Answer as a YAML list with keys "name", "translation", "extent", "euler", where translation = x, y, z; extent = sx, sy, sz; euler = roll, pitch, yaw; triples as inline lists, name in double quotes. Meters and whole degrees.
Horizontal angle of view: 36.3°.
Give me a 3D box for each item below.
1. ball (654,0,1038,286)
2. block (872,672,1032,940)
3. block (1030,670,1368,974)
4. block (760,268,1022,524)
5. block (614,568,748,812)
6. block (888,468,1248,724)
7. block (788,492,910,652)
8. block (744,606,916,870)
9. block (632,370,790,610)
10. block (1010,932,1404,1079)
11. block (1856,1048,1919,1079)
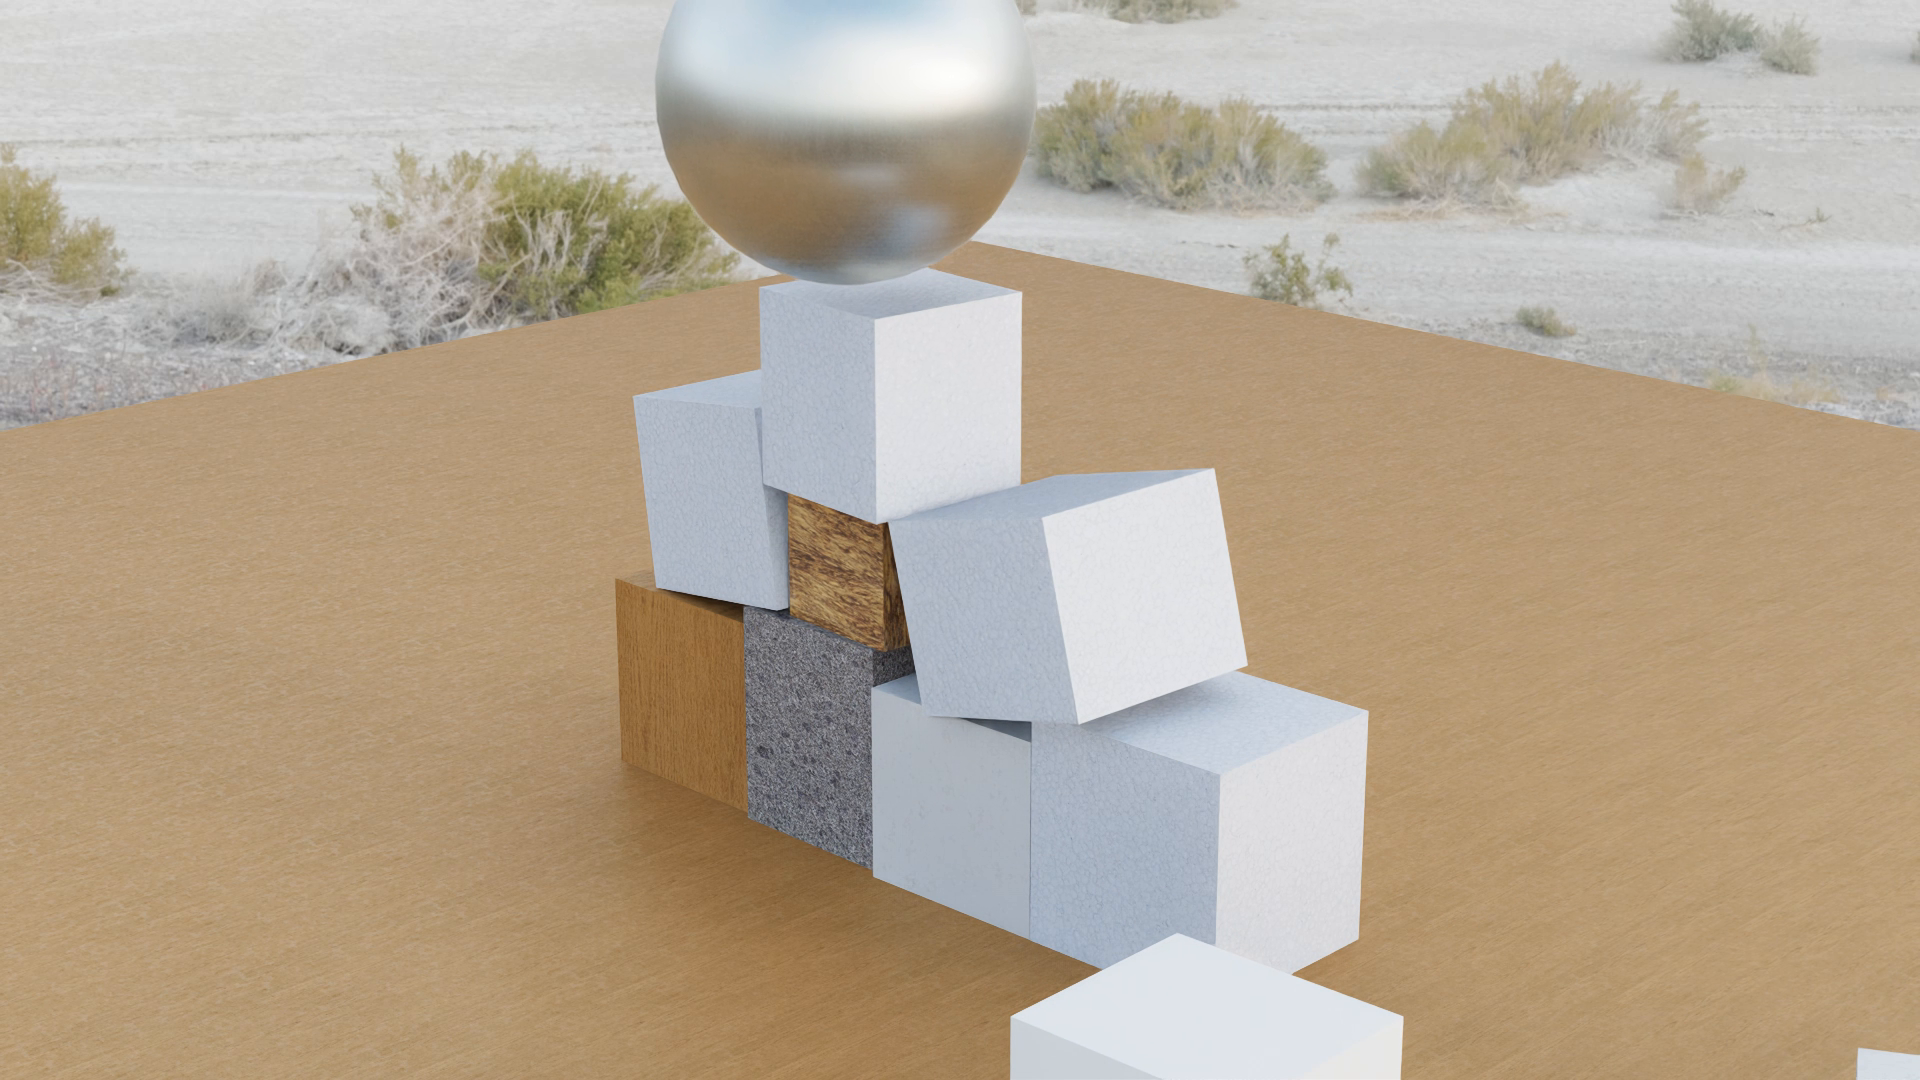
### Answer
- name: "ball"
  translation: [-0.476, -1.867, 12.256]
  extent: [1.600, 1.600, 1.600]
  euler: [0, 17, 0]
- name: "block"
  translation: [0.295, 1.097, 13.318]
  extent: [0.970, 0.921, 0.989]
  euler: [16, 24, 41]
- name: "block"
  translation: [1.023, 1.237, 12.635]
  extent: [1.028, 1.064, 1.000]
  euler: [16, 24, 41]
- name: "block"
  translation: [-0.311, -0.678, 13.165]
  extent: [0.831, 0.913, 0.828]
  euler: [-14, 22, -38]
- name: "block"
  translation: [-1.039, 0.663, 14.620]
  extent: [0.884, 0.968, 1.009]
  euler: [-17, 24, -42]
- name: "block"
  translation: [0.464, 0.230, 12.677]
  extent: [0.987, 0.868, 1.036]
  euler: [-16, 9, -38]
- name: "block"
  translation: [-0.284, 0.034, 13.537]
  extent: [0.752, 0.669, 0.682]
  euler: [-15, 23, -39]
- name: "block"
  translation: [-0.359, 0.814, 13.962]
  extent: [0.980, 1.074, 0.884]
  euler: [-17, 24, -42]
- name: "block"
  translation: [-0.866, -0.278, 14.179]
  extent: [0.918, 0.954, 0.999]
  euler: [-15, 15, -38]
- name: "block"
  translation: [0.836, 2.083, 10.072]
  extent: [0.977, 0.986, 0.901]
  euler: [15, 23, 40]
- name: "block"
  translation: [3.405, 2.223, 10.256]
  extent: [0.566, 0.609, 0.604]
  euler: [5, 18, 16]
